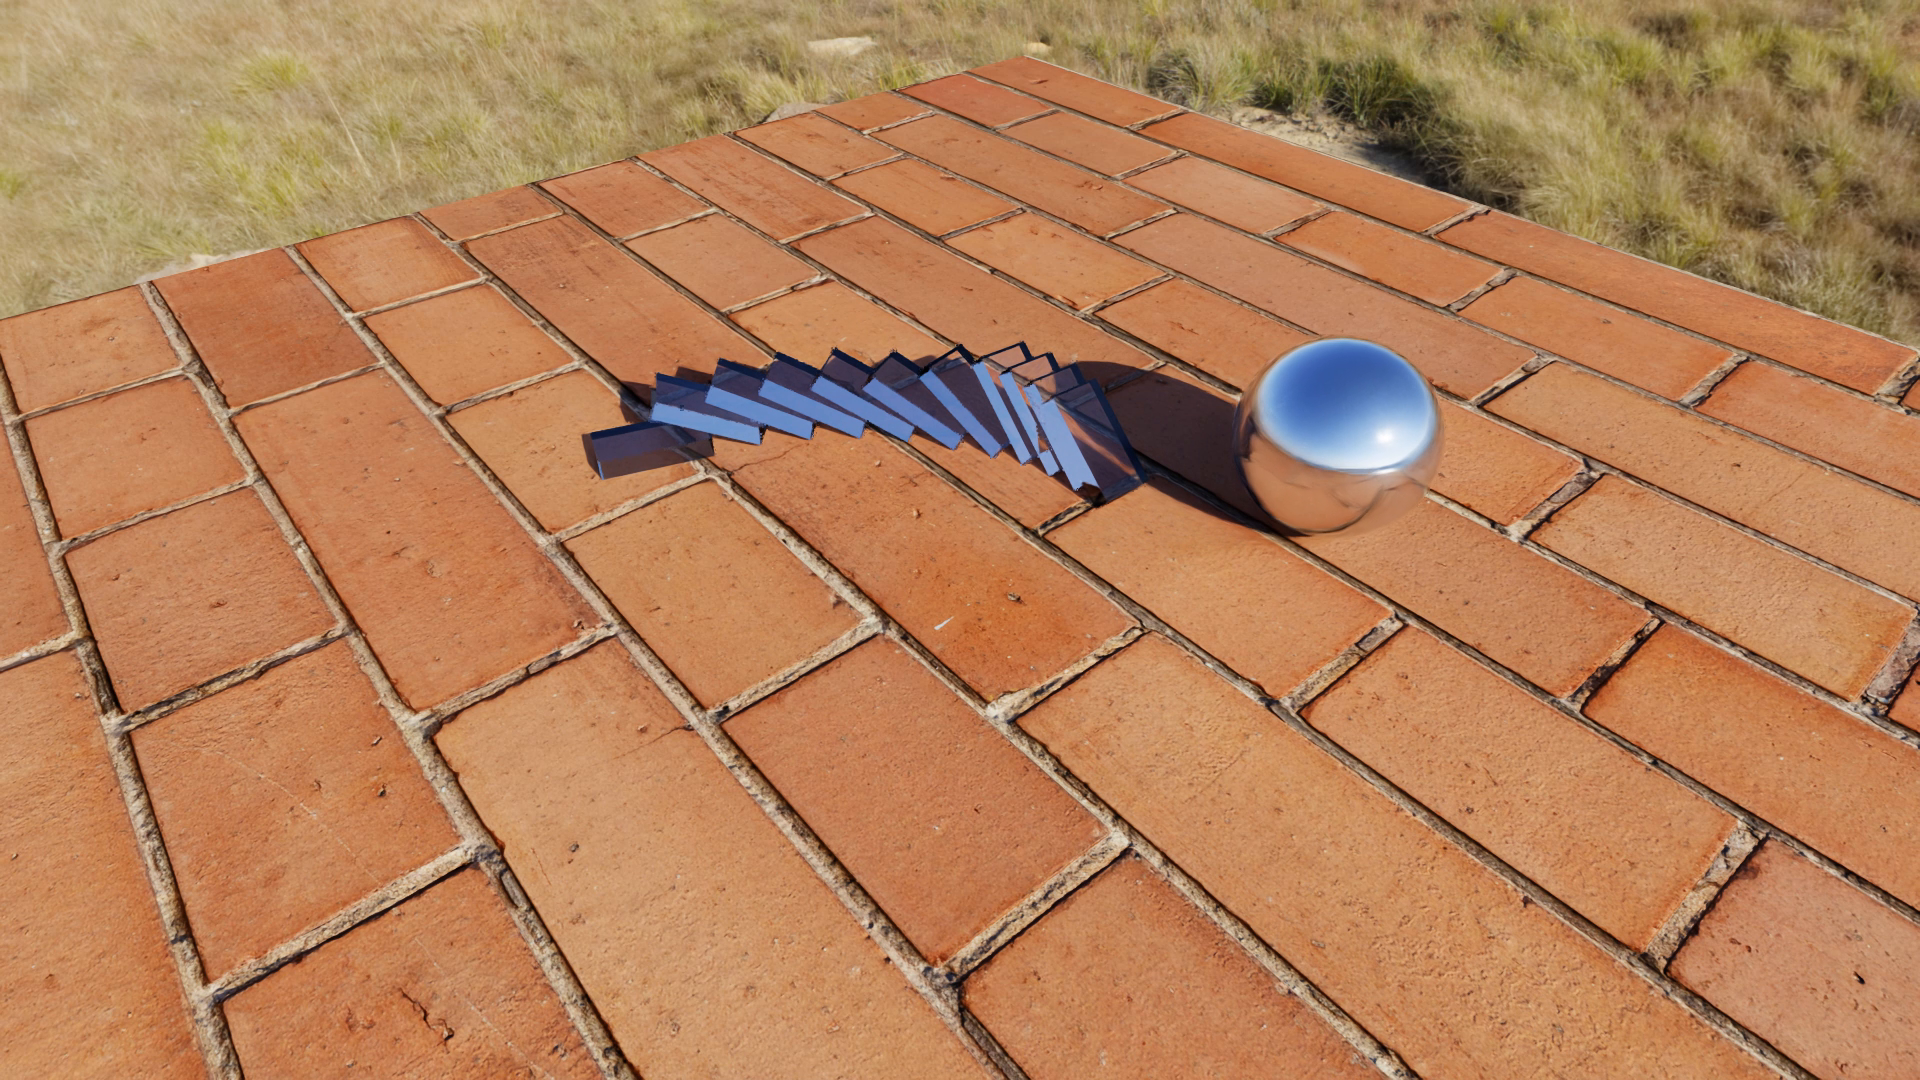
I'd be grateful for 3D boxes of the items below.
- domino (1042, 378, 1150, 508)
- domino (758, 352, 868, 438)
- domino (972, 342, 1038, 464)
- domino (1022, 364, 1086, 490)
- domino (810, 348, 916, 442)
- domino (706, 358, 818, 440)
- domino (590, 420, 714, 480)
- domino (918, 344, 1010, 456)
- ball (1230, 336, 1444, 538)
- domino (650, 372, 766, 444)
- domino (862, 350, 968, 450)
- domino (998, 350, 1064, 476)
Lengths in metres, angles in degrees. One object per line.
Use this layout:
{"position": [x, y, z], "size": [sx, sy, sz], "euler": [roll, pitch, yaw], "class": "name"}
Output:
{"position": [0.058, -0.042, 0.470], "size": [0.025, 0.010, 0.050], "euler": [-26, 87, -28], "class": "domino"}
{"position": [-0.066, -0.067, 0.510], "size": [0.050, 0.010, 0.025], "euler": [23, 39, -11], "class": "domino"}
{"position": [0.028, -0.062, 0.495], "size": [0.025, 0.009, 0.050], "euler": [-25, 86, -28], "class": "domino"}
{"position": [0.050, -0.050, 0.480], "size": [0.025, 0.009, 0.050], "euler": [-25, 87, -28], "class": "domino"}
{"position": [-0.041, -0.067, 0.510], "size": [0.050, 0.010, 0.025], "euler": [28, 41, -6], "class": "domino"}
{"position": [-0.090, -0.065, 0.507], "size": [0.050, 0.010, 0.025], "euler": [19, 37, -16], "class": "domino"}
{"position": [-0.139, -0.043, 0.496], "size": [0.050, 0.009, 0.025], "euler": [-14, 41, -17], "class": "domino"}
{"position": [0.007, -0.064, 0.503], "size": [0.050, 0.010, 0.025], "euler": [48, 53, 6], "class": "domino"}
{"position": [0.149, -0.041, 0.437], "size": [0.080, 0.080, 0.080], "euler": [0, 39, 0], "class": "ball"}
{"position": [-0.114, -0.060, 0.501], "size": [0.050, 0.010, 0.025], "euler": [12, 34, -24], "class": "domino"}
{"position": [-0.017, -0.065, 0.507], "size": [0.050, 0.010, 0.025], "euler": [34, 45, 1], "class": "domino"}
{"position": [0.040, -0.056, 0.488], "size": [0.025, 0.009, 0.050], "euler": [-25, 87, -28], "class": "domino"}
